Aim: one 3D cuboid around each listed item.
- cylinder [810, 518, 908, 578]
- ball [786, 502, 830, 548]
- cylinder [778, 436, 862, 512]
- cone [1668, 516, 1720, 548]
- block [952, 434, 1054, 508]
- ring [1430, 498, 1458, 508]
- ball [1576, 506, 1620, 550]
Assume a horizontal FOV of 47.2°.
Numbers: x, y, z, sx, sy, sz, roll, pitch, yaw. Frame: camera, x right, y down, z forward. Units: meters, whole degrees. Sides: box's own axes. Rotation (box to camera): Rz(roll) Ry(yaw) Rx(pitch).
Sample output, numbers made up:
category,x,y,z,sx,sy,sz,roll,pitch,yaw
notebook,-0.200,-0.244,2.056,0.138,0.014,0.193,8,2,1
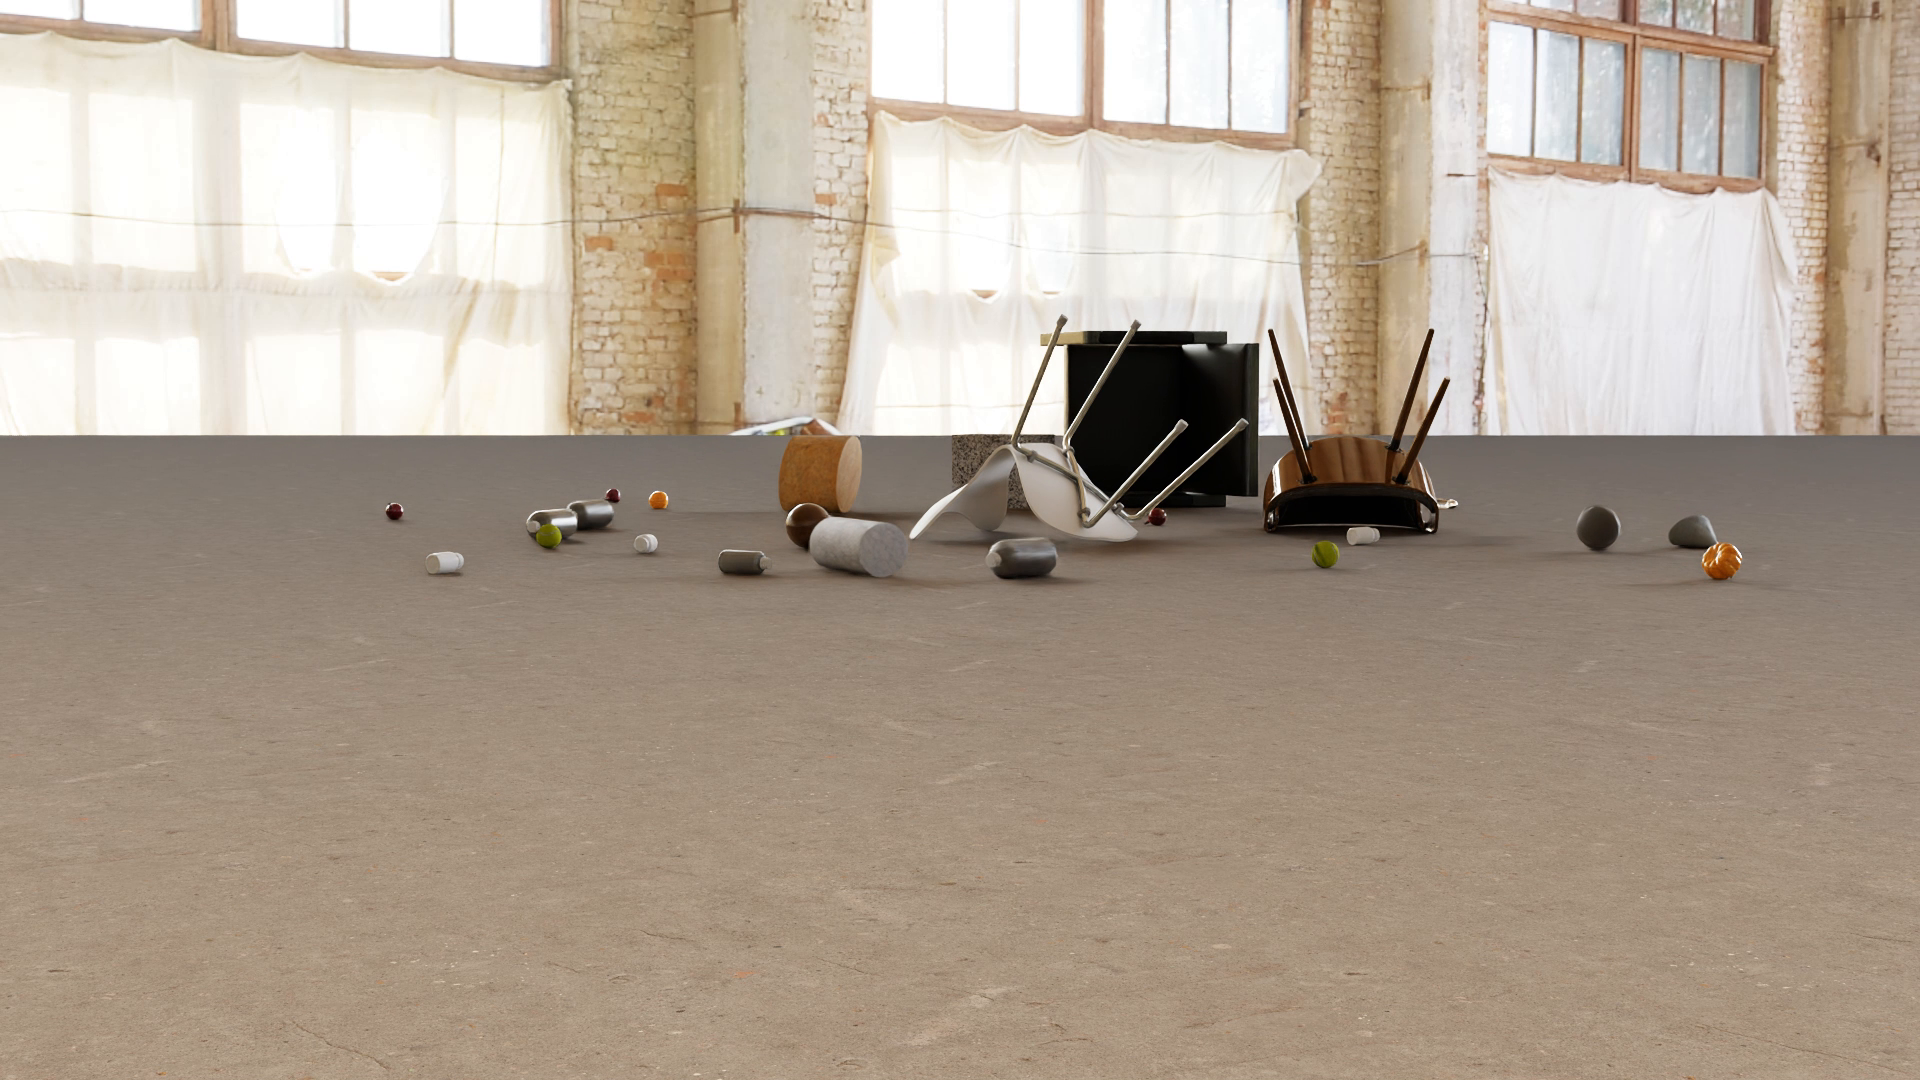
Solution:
category,x,y,z,sx,sy,sz,roll,pitch,yaw
cylinder,-0.250,0.016,5.372,0.132,0.128,0.282,-42,21,-20
ball,-0.427,-0.040,6.199,0.128,0.128,0.128,0,4,0
cylinder,-0.510,-0.242,8.061,0.223,0.224,0.322,1,49,17
cone,2.107,-0.001,6.223,0.171,0.098,0.115,-4,29,-32
block,0.167,-0.267,8.422,0.328,0.276,0.225,2,4,26
ring,1.820,-0.136,8.284,0.078,0.034,0.132,-3,6,-28
ball,1.785,-0.033,6.154,0.120,0.120,0.120,0,4,0
